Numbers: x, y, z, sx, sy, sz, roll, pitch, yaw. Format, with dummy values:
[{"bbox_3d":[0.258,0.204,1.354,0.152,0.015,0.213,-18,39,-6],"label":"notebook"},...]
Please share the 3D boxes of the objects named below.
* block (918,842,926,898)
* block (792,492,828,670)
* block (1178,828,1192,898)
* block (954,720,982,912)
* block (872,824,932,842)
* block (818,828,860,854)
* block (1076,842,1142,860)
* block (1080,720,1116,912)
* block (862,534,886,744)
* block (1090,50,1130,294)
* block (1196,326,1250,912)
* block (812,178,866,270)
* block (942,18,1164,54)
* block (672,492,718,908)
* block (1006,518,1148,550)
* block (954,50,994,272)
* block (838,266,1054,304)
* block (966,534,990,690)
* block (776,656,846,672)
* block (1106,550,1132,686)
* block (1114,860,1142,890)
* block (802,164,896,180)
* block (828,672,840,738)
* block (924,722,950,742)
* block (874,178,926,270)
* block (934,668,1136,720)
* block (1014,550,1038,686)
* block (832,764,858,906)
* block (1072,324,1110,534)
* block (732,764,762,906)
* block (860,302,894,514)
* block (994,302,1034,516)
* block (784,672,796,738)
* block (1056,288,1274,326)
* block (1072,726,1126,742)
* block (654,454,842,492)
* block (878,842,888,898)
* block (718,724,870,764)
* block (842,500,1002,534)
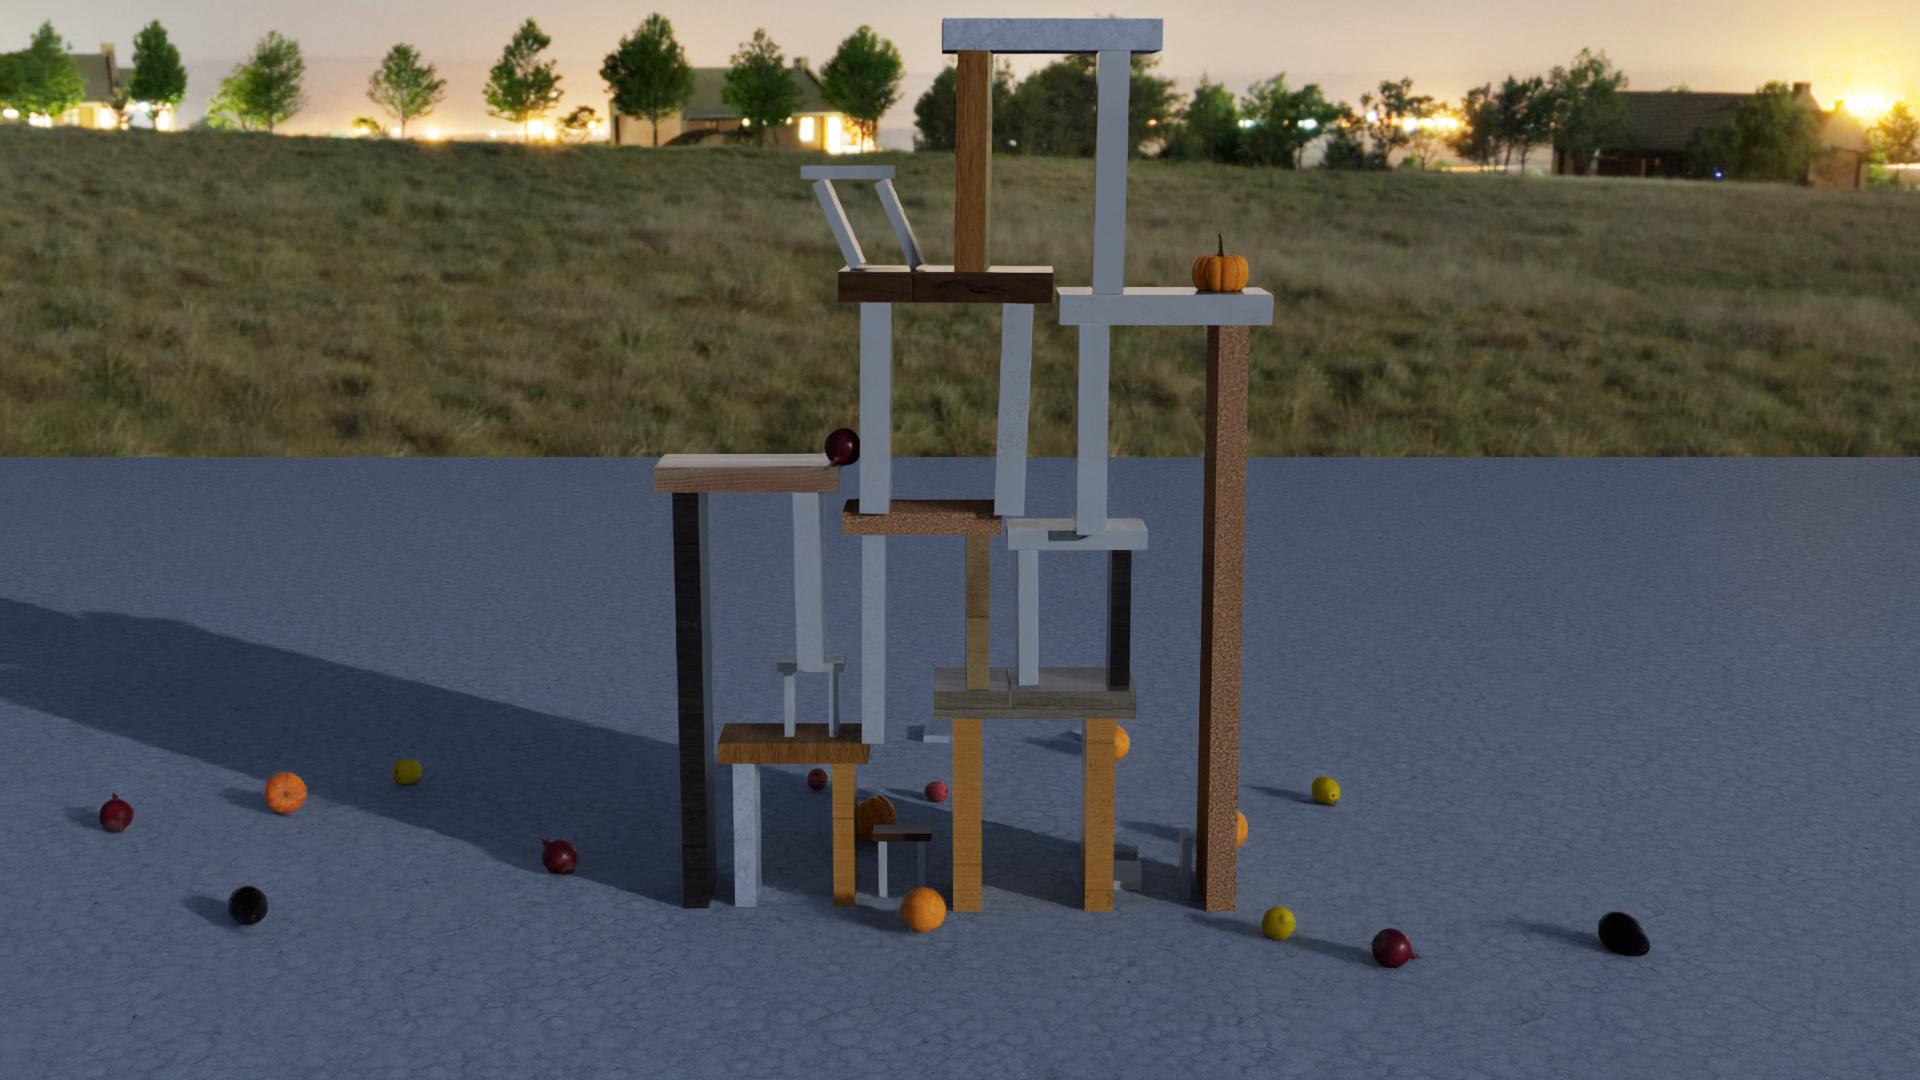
[{"bbox_3d":[-0.063,0.541,3.665,0.014,0.097,0.049,0,11,0],"label":"block"},{"bbox_3d":[-0.242,0.054,3.568,0.041,0.288,0.144,-1,11,0],"label":"block"},{"bbox_3d":[0.375,0.538,3.661,0.015,0.105,0.053,0,11,0],"label":"block"},{"bbox_3d":[0.012,0.431,3.635,0.046,0.324,0.162,0,11,0],"label":"block"},{"bbox_3d":[-0.096,0.487,3.655,0.097,0.014,0.049,0,11,0],"label":"block"},{"bbox_3d":[-0.216,0.535,3.926,0.052,0.015,0.104,-3,11,-17],"label":"block"},{"bbox_3d":[0.262,0.545,3.870,0.105,0.015,0.053,2,11,13],"label":"block"},{"bbox_3d":[0.227,0.431,3.636,0.046,0.324,0.162,0,11,0],"label":"block"},{"bbox_3d":[-0.140,0.149,3.584,0.036,0.344,0.126,1,11,0],"label":"block"},{"bbox_3d":[0.235,-0.577,3.454,0.047,0.369,0.167,1,11,2],"label":"block"},{"bbox_3d":[0.425,0.121,3.578,0.047,0.955,0.165,0,11,0],"label":"block"},{"bbox_3d":[-0.190,-0.499,3.468,0.020,0.144,0.072,-23,8,7],"label":"block"},{"bbox_3d":[0.139,-0.781,3.412,0.334,0.047,0.167,0,11,-1],"label":"block"},{"bbox_3d":[-0.434,0.251,3.606,0.041,0.690,0.144,0,11,-1],"label":"block"},{"bbox_3d":[0.187,-0.010,3.562,0.223,0.032,0.112,0,11,-1],"label":"block"},{"bbox_3d":[0.022,-0.592,3.441,0.047,0.334,0.167,1,11,3],"label":"block"},{"bbox_3d":[-0.020,-0.405,3.476,0.332,0.047,0.166,1,10,2],"label":"block"},{"bbox_3d":[0.028,0.104,3.569,0.036,0.252,0.126,0,11,-1],"label":"block"},{"bbox_3d":[-0.243,0.202,3.598,0.109,0.015,0.054,0,11,1],"label":"block"},{"bbox_3d":[0.259,0.116,3.586,0.032,0.223,0.112,0,11,1],"label":"block"},{"bbox_3d":[0.282,0.569,3.739,0.053,0.015,0.105,1,11,4],"label":"block"},{"bbox_3d":[-0.174,-0.579,3.459,0.144,0.020,0.072,0,10,2],"label":"block"},{"bbox_3d":[-0.206,0.263,3.609,0.015,0.109,0.054,0,11,0],"label":"block"},{"bbox_3d":[-0.049,0.405,4.626,0.052,0.015,0.104,0,11,1],"label":"block"},{"bbox_3d":[-0.094,-0.499,3.468,0.020,0.144,0.072,-23,9,7],"label":"block"},{"bbox_3d":[0.120,0.250,3.601,0.324,0.046,0.162,0,11,0],"label":"block"},{"bbox_3d":[0.108,0.115,3.587,0.032,0.223,0.112,-1,11,-2],"label":"block"},{"bbox_3d":[-0.190,0.471,3.645,0.034,0.243,0.122,0,11,0],"label":"block"},{"bbox_3d":[0.208,-0.186,3.520,0.047,0.330,0.165,0,11,0],"label":"block"},{"bbox_3d":[-0.352,0.471,3.645,0.034,0.243,0.122,0,11,0],"label":"block"},{"bbox_3d":[-0.133,-0.220,3.516,0.047,0.332,0.166,1,11,0],"label":"block"},{"bbox_3d":[0.086,-0.216,3.504,0.047,0.332,0.166,3,11,1],"label":"block"},{"bbox_3d":[-0.279,0.263,3.610,0.015,0.109,0.054,0,11,0],"label":"block"},{"bbox_3d":[0.320,-0.371,3.486,0.330,0.047,0.165,0,11,0],"label":"block"},{"bbox_3d":[0.291,0.407,4.616,0.104,0.015,0.052,-6,12,-31],"label":"block"},{"bbox_3d":[-0.338,-0.108,3.537,0.288,0.041,0.144,0,11,-1],"label":"block"},{"bbox_3d":[-0.128,0.541,3.665,0.014,0.097,0.049,0,11,0],"label":"block"},{"bbox_3d":[-0.271,0.335,3.619,0.243,0.034,0.122,0,11,0],"label":"block"},{"bbox_3d":[-0.059,-0.037,3.543,0.252,0.036,0.126,0,11,1],"label":"block"}]
